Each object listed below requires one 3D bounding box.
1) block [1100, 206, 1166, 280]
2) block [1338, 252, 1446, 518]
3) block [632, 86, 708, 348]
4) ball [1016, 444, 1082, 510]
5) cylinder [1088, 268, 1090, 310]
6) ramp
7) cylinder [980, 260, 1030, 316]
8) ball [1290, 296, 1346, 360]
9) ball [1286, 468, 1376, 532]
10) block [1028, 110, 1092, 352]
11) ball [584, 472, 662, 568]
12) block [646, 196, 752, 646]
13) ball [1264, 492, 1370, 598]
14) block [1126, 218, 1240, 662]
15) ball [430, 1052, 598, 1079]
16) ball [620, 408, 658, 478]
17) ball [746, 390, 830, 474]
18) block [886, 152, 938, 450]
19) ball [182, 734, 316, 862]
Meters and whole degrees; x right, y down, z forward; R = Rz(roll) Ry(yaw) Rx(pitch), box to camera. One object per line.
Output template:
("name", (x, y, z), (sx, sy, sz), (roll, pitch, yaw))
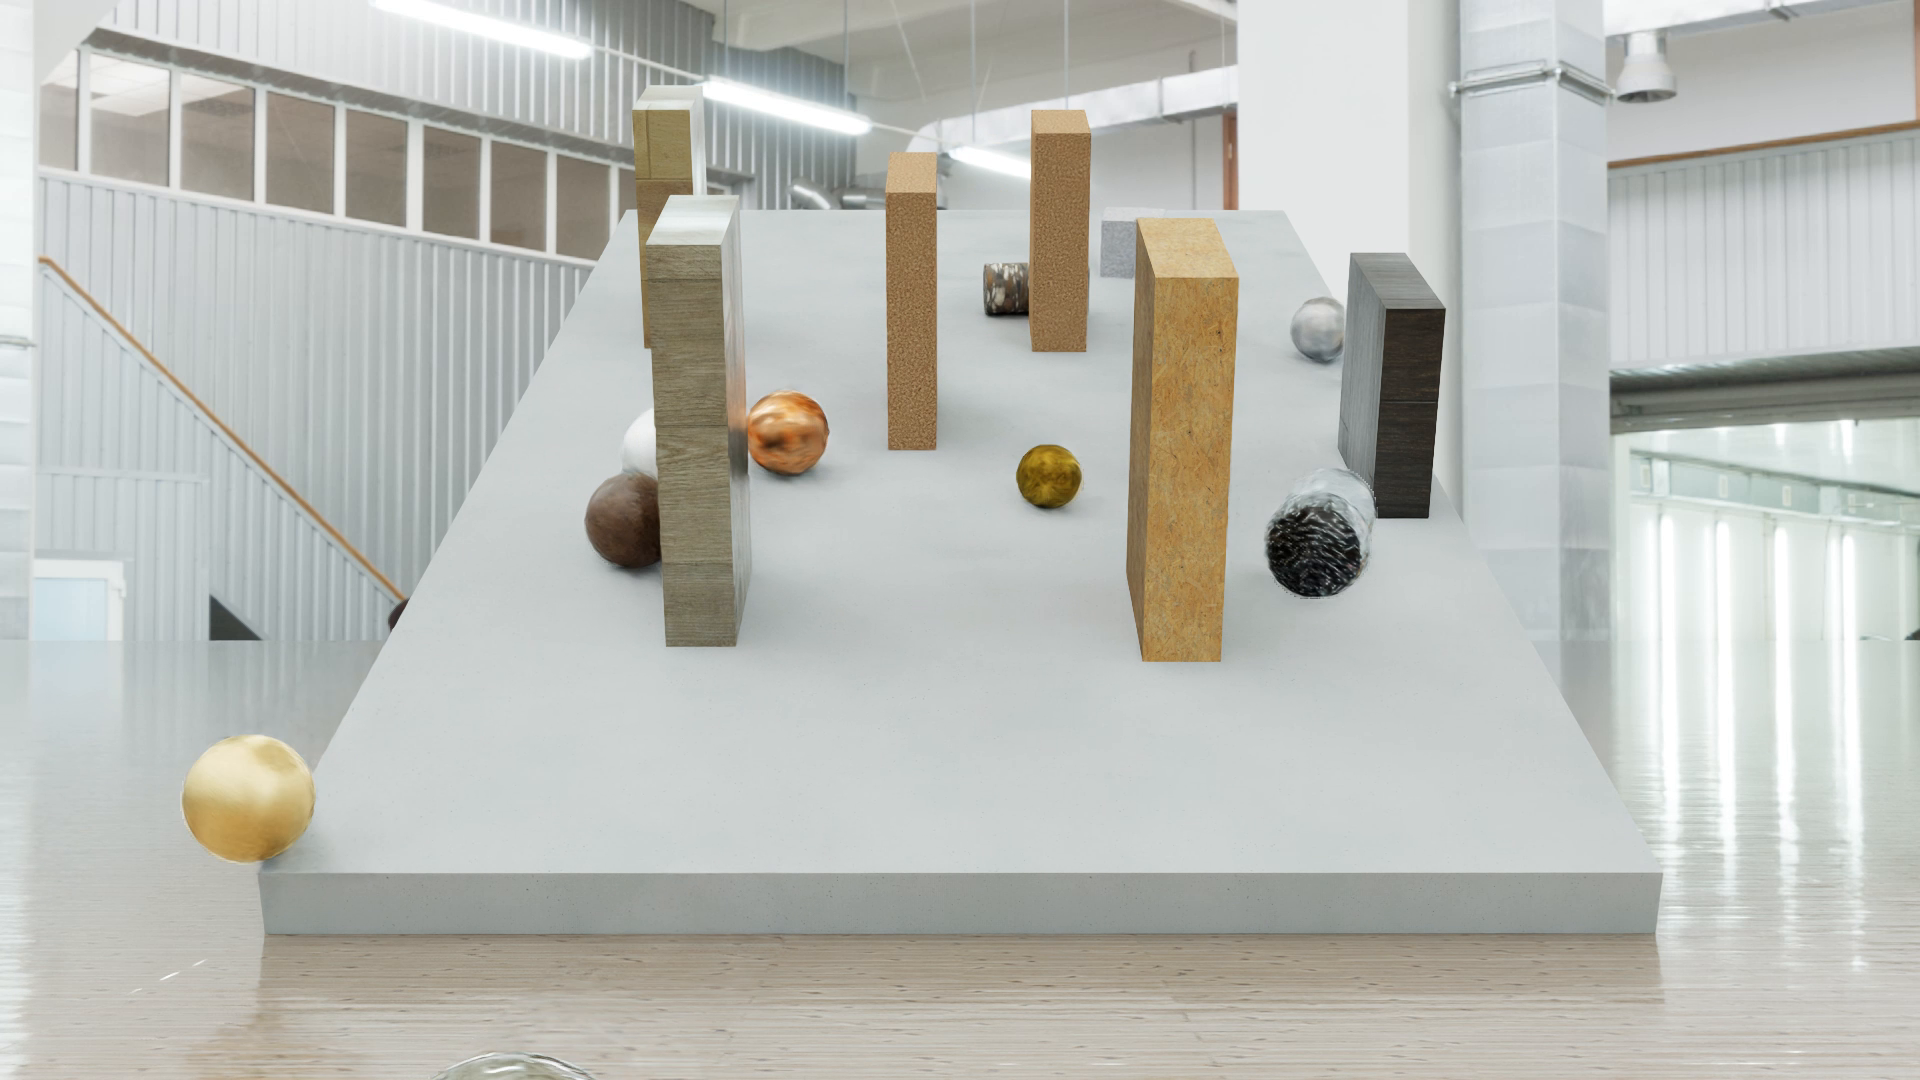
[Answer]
("block", (0.473, -0.813, 6.277), (0.162, 0.162, 0.162), (3, 22, 7))
("block", (0.875, -0.322, 4.679), (0.115, 0.433, 0.427), (0, 22, 0))
("block", (-0.708, -0.800, 5.664), (0.136, 0.587, 0.308), (0, 22, 0))
("ball", (0.178, -0.127, 4.595), (0.131, 0.131, 0.131), (0, -2, 0))
("cylinder", (0.275, -0.643, 5.909), (0.118, 0.118, 0.118), (0, 22, 0))
("ramp", (-0.006, -0.219, 5.136), (2.000, 0.100, 4.000), (0, 22, 0))
("cylinder", (0.130, -0.650, 5.909), (0.130, 0.130, 0.130), (-9, -1, -9))
("ball", (0.874, -0.509, 5.527), (0.153, 0.153, 0.153), (0, -2, 0))
("ball", (0.702, -0.052, 4.351), (0.171, 0.171, 0.171), (0, -2, 0))
("block", (0.243, -0.763, 5.642), (0.132, 0.538, 0.289), (0, 22, 0))
("ball", (-0.612, -0.038, 4.297), (0.181, 0.181, 0.181), (0, -2, 0))
("block", (-0.450, -0.211, 4.011), (0.122, 0.715, 0.349), (0, 22, 0))
("ball", (0.649, 0.009, 4.171), (0.193, 0.193, 0.193), (0, -2, 0))
("block", (0.380, -0.180, 3.988), (0.134, 0.678, 0.400), (0, 22, 0))
("ball", (-0.277, 0.403, 1.410), (0.172, 0.172, 0.172), (0, -2, 0))
("ball", (-0.577, -0.168, 4.590), (0.206, 0.206, 0.206), (0, -2, 0))
("ball", (-0.361, -0.224, 4.773), (0.177, 0.177, 0.177), (0, -2, 0))
("block", (-0.103, -0.528, 5.014), (0.104, 0.563, 0.393), (0, 22, 0))
("ball", (-1.015, 0.369, 3.275), (0.182, 0.182, 0.182), (0, -2, 0))
